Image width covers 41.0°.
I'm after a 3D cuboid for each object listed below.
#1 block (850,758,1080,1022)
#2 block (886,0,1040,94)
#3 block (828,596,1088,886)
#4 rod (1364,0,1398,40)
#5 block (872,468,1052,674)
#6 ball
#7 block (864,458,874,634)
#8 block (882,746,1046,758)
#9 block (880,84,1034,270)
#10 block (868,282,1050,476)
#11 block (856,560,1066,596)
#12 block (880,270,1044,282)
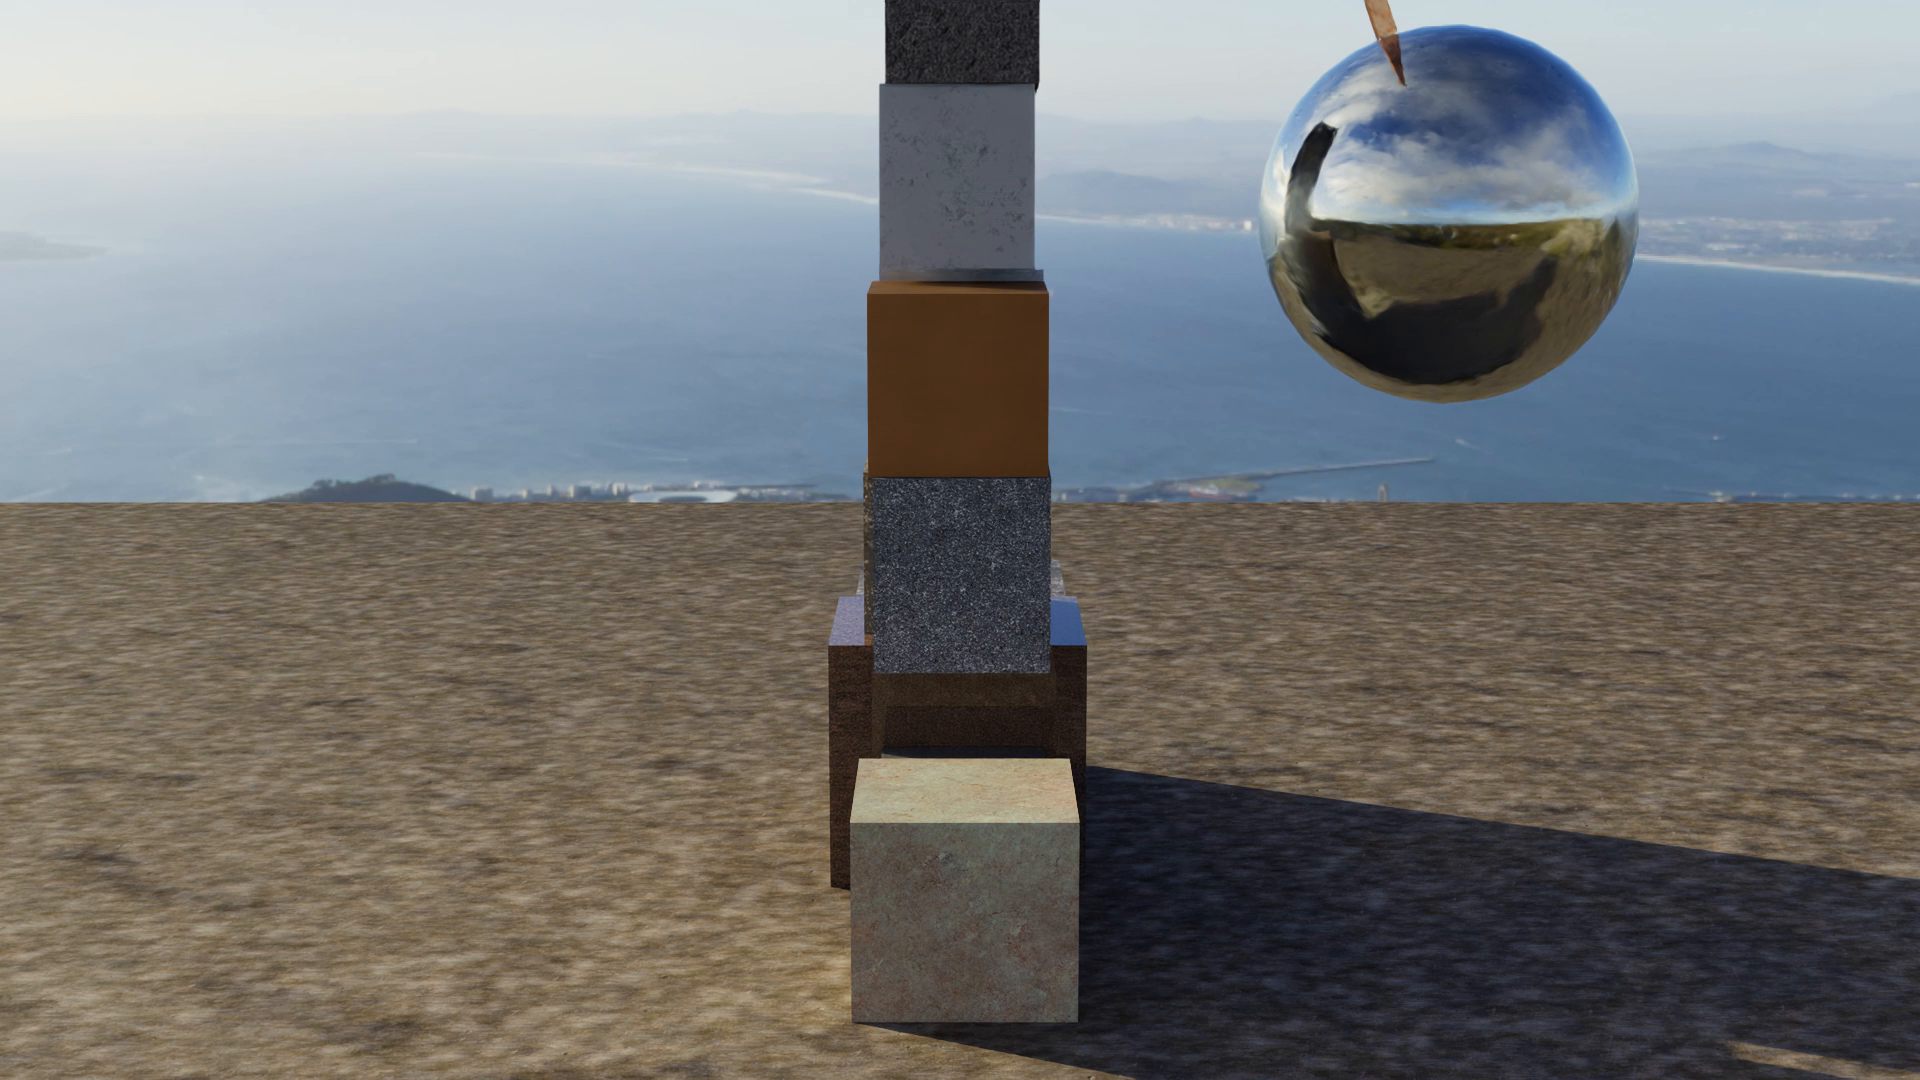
[{"bbox_3d":[0.018,1.346,9.993,0.850,0.776,0.899,0,10,0],"label":"block"},{"bbox_3d":[0.014,-2.327,10.972,0.640,0.784,0.713,0,6,1],"label":"block"},{"bbox_3d":[-0.010,0.891,11.638,1.113,1.082,1.047,0,10,0],"label":"block"},{"bbox_3d":[0.899,-4.522,10.358,0.080,5.200,0.080,-20,10,4],"label":"rod"},{"bbox_3d":[0.008,0.081,10.813,0.723,0.807,0.747,0,10,0],"label":"block"},{"bbox_3d":[2.074,-1.383,10.929,1.600,1.600,1.600,0,10,0],"label":"ball"},{"bbox_3d":[-0.014,-0.008,11.564,0.812,0.714,0.741,0,10,0],"label":"block"},{"bbox_3d":[0.014,1.270,10.805,0.698,0.634,0.708,0,10,0],"label":"block"},{"bbox_3d":[-0.009,-1.554,11.056,0.650,0.770,0.647,0,6,1],"label":"block"},{"bbox_3d":[-0.008,-0.678,10.663,0.730,0.742,0.638,0,10,0],"label":"block"},{"bbox_3d":[0.004,0.715,12.674,0.998,1.058,1.034,0,10,0],"label":"block"},{"bbox_3d":[0.007,-0.791,11.427,0.706,0.782,0.760,0,3,0],"label":"block"}]
